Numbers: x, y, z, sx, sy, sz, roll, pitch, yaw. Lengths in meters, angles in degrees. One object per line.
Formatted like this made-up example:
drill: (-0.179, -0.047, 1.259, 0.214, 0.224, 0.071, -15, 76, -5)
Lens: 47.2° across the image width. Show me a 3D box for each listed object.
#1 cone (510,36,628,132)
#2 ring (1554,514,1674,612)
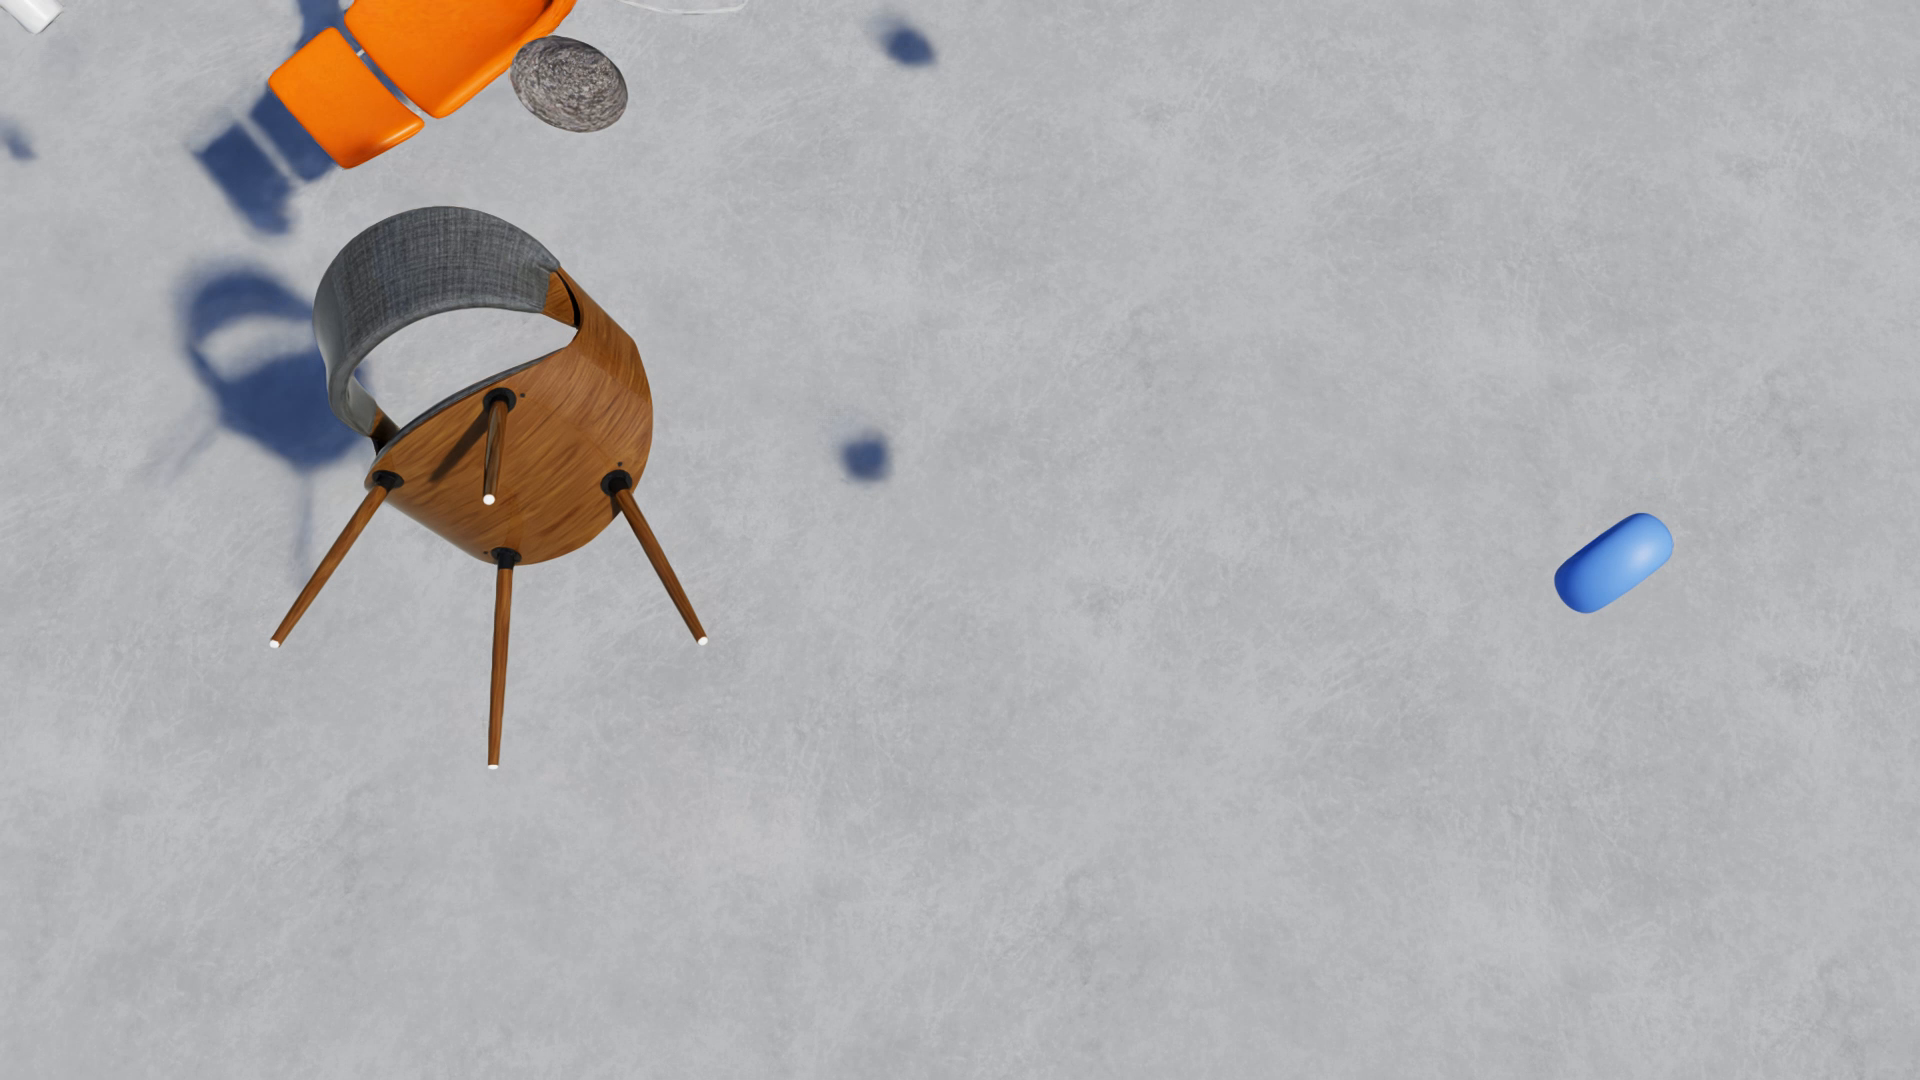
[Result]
cone: (-0.551, -0.695, 3.257, 0.186, 0.165, 0.143, 13, 80, -27)
ring: (1.066, 0.038, 3.587, 0.092, 0.210, 0.153, 53, 34, 6)
